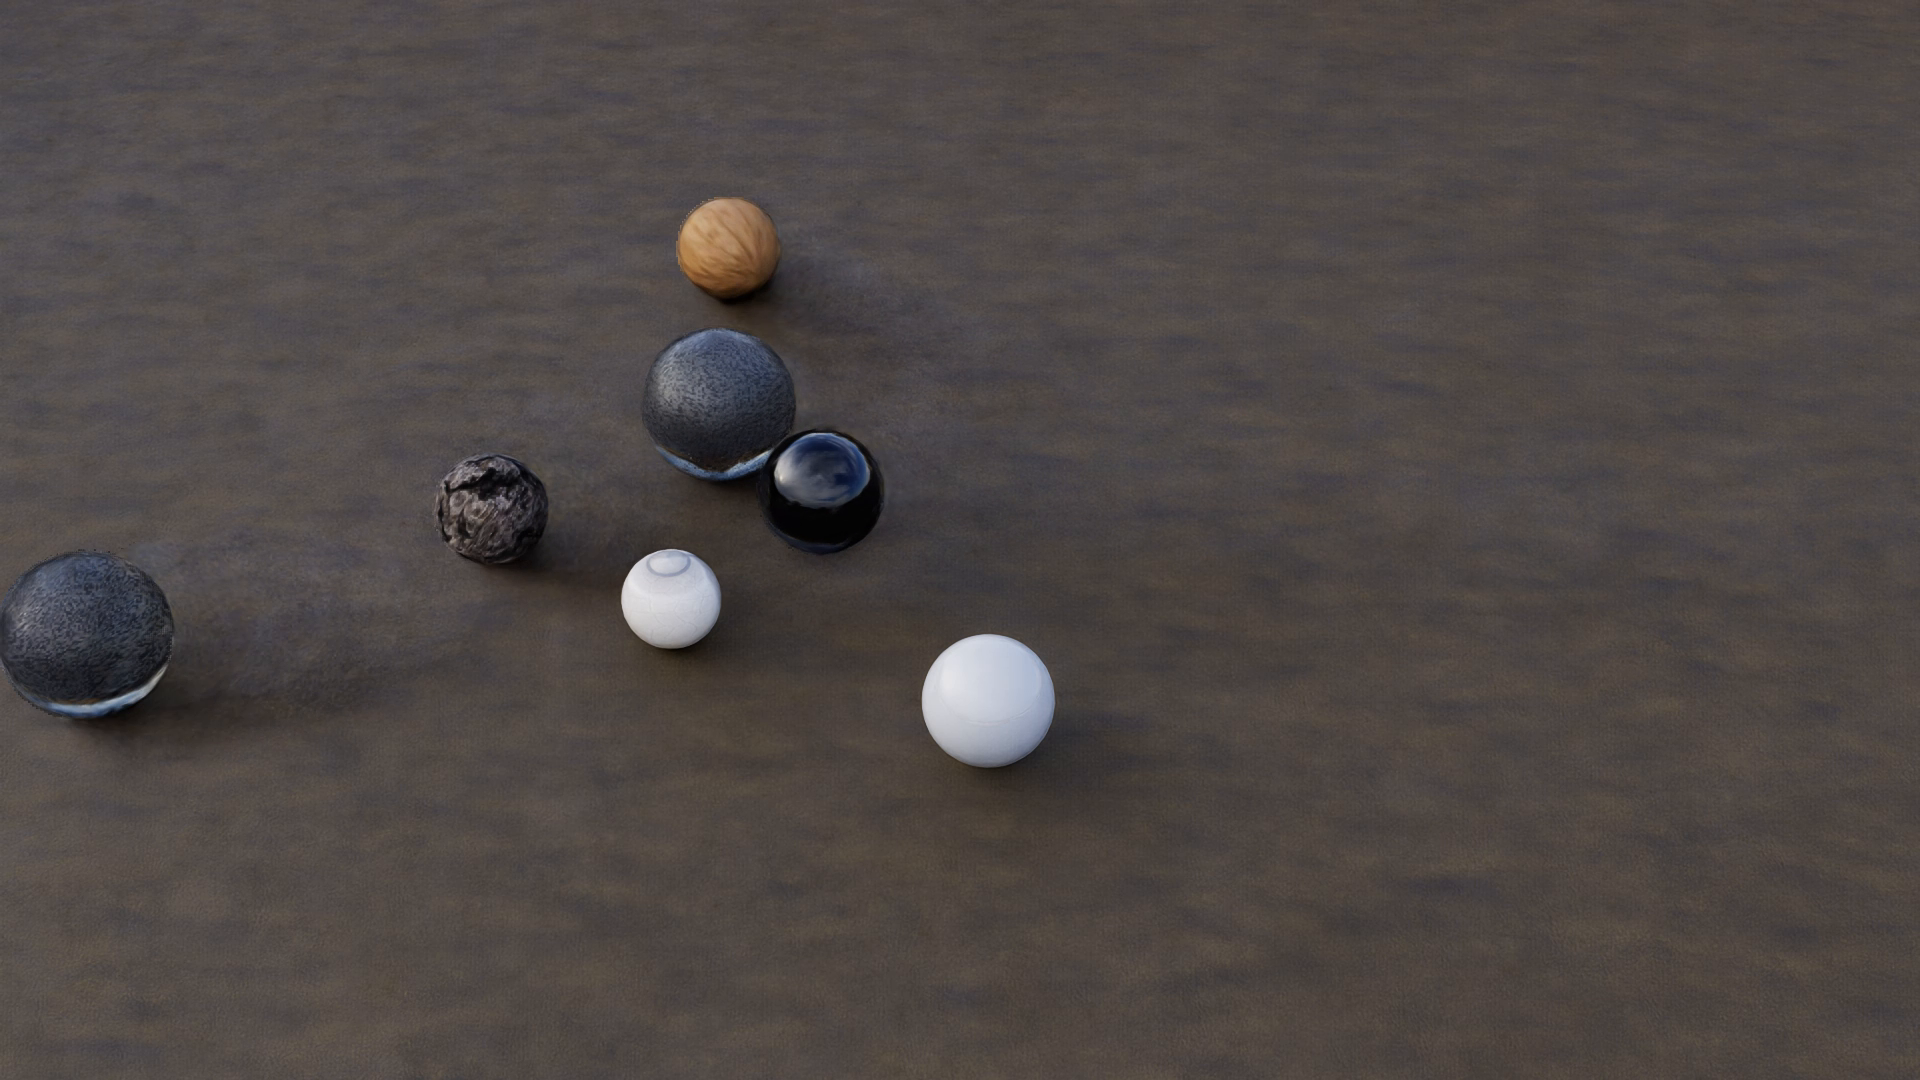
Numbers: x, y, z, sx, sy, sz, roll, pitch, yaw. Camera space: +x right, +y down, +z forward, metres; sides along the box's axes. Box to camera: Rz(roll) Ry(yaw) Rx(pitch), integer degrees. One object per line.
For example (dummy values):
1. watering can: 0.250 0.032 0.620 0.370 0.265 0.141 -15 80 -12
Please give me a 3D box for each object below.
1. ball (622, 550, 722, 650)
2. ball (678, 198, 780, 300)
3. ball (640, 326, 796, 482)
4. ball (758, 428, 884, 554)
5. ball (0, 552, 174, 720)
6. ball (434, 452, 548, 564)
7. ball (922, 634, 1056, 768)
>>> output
1. ball: -0.170 0.035 1.515 0.059 0.059 0.059 0 37 0
2. ball: -0.164 -0.208 1.831 0.072 0.072 0.072 0 37 0
3. ball: -0.155 -0.087 1.646 0.099 0.099 0.099 0 37 0
4. ball: -0.086 -0.030 1.587 0.078 0.078 0.078 0 37 0
5. ball: -0.496 0.054 1.459 0.095 0.095 0.095 0 37 0
6. ball: -0.288 -0.019 1.580 0.069 0.069 0.069 0 37 0
7. ball: 0.016 0.090 1.428 0.075 0.075 0.075 0 37 0
